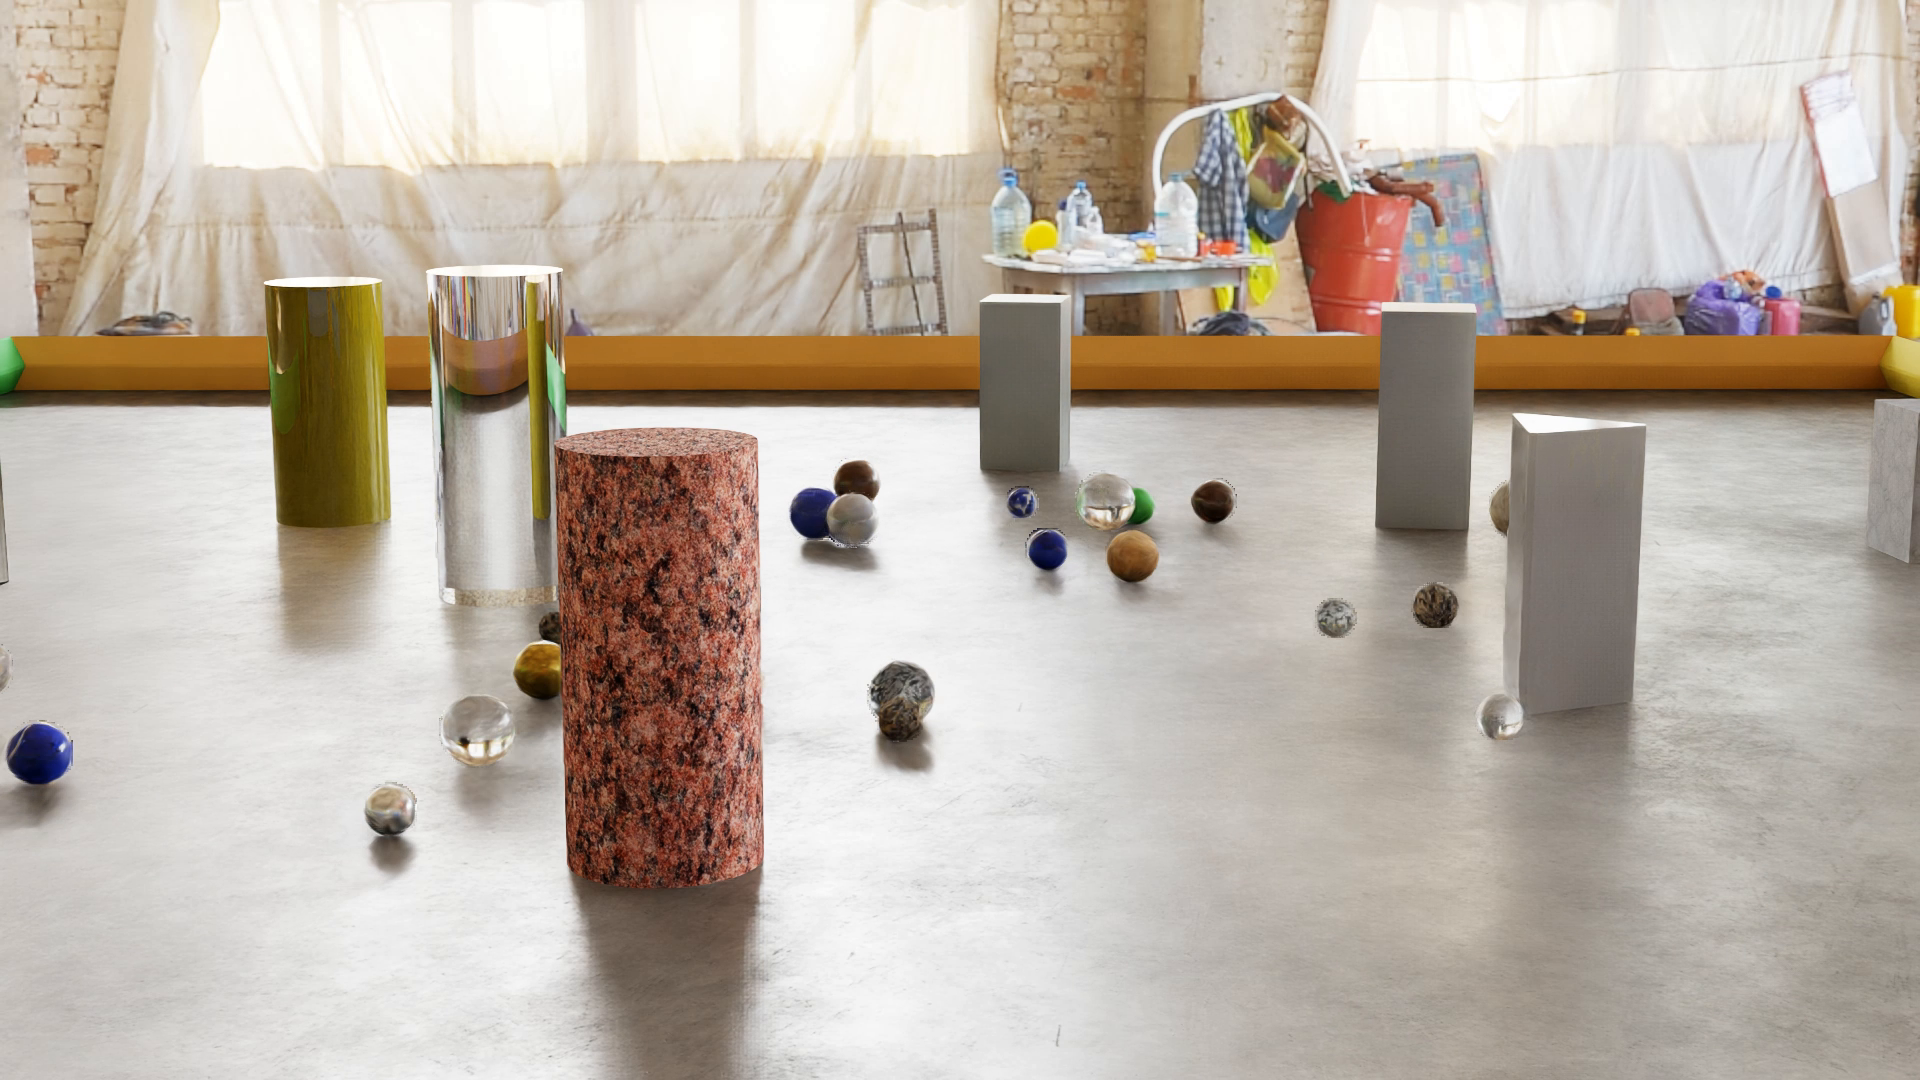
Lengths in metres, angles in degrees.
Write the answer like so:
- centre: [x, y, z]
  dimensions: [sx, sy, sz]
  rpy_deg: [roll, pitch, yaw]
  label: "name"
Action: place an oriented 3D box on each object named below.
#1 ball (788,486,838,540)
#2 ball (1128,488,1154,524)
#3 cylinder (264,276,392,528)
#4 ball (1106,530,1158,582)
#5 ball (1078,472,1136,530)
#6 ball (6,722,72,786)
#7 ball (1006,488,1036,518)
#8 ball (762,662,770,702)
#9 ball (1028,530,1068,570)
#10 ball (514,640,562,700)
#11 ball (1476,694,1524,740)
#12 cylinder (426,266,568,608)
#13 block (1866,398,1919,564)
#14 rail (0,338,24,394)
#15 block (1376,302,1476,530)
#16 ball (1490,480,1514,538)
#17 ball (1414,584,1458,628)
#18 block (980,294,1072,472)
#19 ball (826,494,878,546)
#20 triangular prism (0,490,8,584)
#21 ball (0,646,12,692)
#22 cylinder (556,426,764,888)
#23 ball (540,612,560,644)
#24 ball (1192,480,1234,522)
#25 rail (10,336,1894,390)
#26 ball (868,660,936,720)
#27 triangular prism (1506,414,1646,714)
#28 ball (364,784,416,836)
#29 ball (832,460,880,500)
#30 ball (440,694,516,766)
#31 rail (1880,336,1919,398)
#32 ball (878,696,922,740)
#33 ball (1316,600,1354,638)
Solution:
- centre: [-0.221, -0.043, 3.940]
  dimensions: [0.083, 0.083, 0.083]
  rpy_deg: [0, 11, 0]
  label: "ball"
- centre: [0.279, -0.054, 4.065]
  dimensions: [0.059, 0.059, 0.059]
  rpy_deg: [0, 11, 0]
  label: "ball"
- centre: [-1.007, -0.222, 4.095]
  dimensions: [0.182, 0.379, 0.182]
  rpy_deg: [0, 11, 0]
  label: "cylinder"
- centre: [0.243, 0.023, 3.616]
  dimensions: [0.073, 0.073, 0.073]
  rpy_deg: [0, 11, 0]
  label: "ball"
- centre: [0.228, -0.059, 4.008]
  dimensions: [0.091, 0.091, 0.091]
  rpy_deg: [0, 11, 0]
  label: "ball"
- centre: [-0.936, 0.217, 2.606]
  dimensions: [0.064, 0.064, 0.064]
  rpy_deg: [0, 11, 0]
  label: "ball"
- centre: [0.099, -0.059, 4.121]
  dimensions: [0.048, 0.048, 0.048]
  rpy_deg: [0, 11, 0]
  label: "ball"
- centre: [-0.250, 0.162, 2.919]
  dimensions: [0.069, 0.069, 0.069]
  rpy_deg: [0, 11, 0]
  label: "ball"
- centre: [0.127, 0.014, 3.703]
  dimensions: [0.059, 0.059, 0.059]
  rpy_deg: [0, 11, 0]
  label: "ball"
- centre: [-0.480, 0.150, 2.953]
  dimensions: [0.068, 0.068, 0.068]
  rpy_deg: [0, 11, 0]
  label: "ball"
- centre: [0.584, 0.191, 2.778]
  dimensions: [0.051, 0.051, 0.051]
  rpy_deg: [0, 11, 0]
  label: "ball"
- centre: [-0.628, -0.145, 3.503]
  dimensions: [0.182, 0.445, 0.182]
  rpy_deg: [0, 11, 0]
  label: "cylinder"
- centre: [1.455, -0.090, 3.814]
  dimensions: [0.145, 0.223, 0.145]
  rpy_deg: [-1, 11, -5]
  label: "block"
- centre: [-2.075, 0.033, 3.438]
  dimensions: [0.045, 0.118, 4.627]
  rpy_deg: [0, 11, 0]
  label: "rail"
- centre: [0.738, -0.199, 4.072]
  dimensions: [0.145, 0.341, 0.145]
  rpy_deg: [2, 11, 9]
  label: "block"
- centre: [0.860, -0.047, 3.941]
  dimensions: [0.091, 0.091, 0.091]
  rpy_deg: [0, 11, 0]
  label: "ball"
- centre: [0.617, 0.086, 3.324]
  dimensions: [0.057, 0.057, 0.057]
  rpy_deg: [0, 11, 0]
  label: "ball"
- centre: [0.119, -0.287, 4.649]
  dimensions: [0.145, 0.302, 0.145]
  rpy_deg: [2, 11, 10]
  label: "block"
- centre: [-0.163, -0.031, 3.884]
  dimensions: [0.080, 0.080, 0.080]
  rpy_deg: [0, 11, 0]
  label: "ball"
- centre: [-1.384, -0.104, 3.539]
  dimensions: [0.157, 0.350, 0.136]
  rpy_deg: [7, 13, 33]
  label: "triangular prism"
- centre: [-1.128, 0.149, 2.951]
  dimensions: [0.071, 0.071, 0.071]
  rpy_deg: [0, 11, 0]
  label: "ball"
- centre: [-0.272, 0.102, 2.337]
  dimensions: [0.182, 0.389, 0.182]
  rpy_deg: [0, 11, 0]
  label: "cylinder"
- centre: [-0.508, 0.111, 3.229]
  dimensions: [0.043, 0.043, 0.043]
  rpy_deg: [0, 11, 0]
  label: "ball"
- centre: [0.402, -0.062, 4.080]
  dimensions: [0.069, 0.069, 0.069]
  rpy_deg: [0, 11, 0]
  label: "ball"
- centre: [-0.013, -0.392, 5.701]
  dimensions: [4.197, 0.118, 0.045]
  rpy_deg: [0, 11, 0]
  label: "rail"
- centre: [-0.064, 0.170, 2.832]
  dimensions: [0.074, 0.074, 0.074]
  rpy_deg: [0, 11, 0]
  label: "ball"
- centre: [0.675, 0.022, 2.953]
  dimensions: [0.157, 0.320, 0.136]
  rpy_deg: [-5, 12, -24]
  label: "triangular prism"
- centre: [-0.541, 0.257, 2.436]
  dimensions: [0.049, 0.049, 0.049]
  rpy_deg: [0, 11, 0]
  label: "ball"
- centre: [-0.170, -0.094, 4.223]
  dimensions: [0.079, 0.079, 0.079]
  rpy_deg: [0, 11, 0]
  label: "ball"
- centre: [-0.502, 0.198, 2.674]
  dimensions: [0.077, 0.077, 0.077]
  rpy_deg: [0, 11, 0]
  label: "ball"
- centre: [2.075, 0.028, 3.462]
  dimensions: [0.045, 0.118, 4.627]
  rpy_deg: [0, 11, 0]
  label: "rail"
- centre: [-0.065, 0.193, 2.776]
  dimensions: [0.048, 0.048, 0.048]
  rpy_deg: [0, 11, 0]
  label: "ball"
- centre: [0.479, 0.100, 3.271]
  dimensions: [0.048, 0.048, 0.048]
  rpy_deg: [0, 11, 0]
  label: "ball"
